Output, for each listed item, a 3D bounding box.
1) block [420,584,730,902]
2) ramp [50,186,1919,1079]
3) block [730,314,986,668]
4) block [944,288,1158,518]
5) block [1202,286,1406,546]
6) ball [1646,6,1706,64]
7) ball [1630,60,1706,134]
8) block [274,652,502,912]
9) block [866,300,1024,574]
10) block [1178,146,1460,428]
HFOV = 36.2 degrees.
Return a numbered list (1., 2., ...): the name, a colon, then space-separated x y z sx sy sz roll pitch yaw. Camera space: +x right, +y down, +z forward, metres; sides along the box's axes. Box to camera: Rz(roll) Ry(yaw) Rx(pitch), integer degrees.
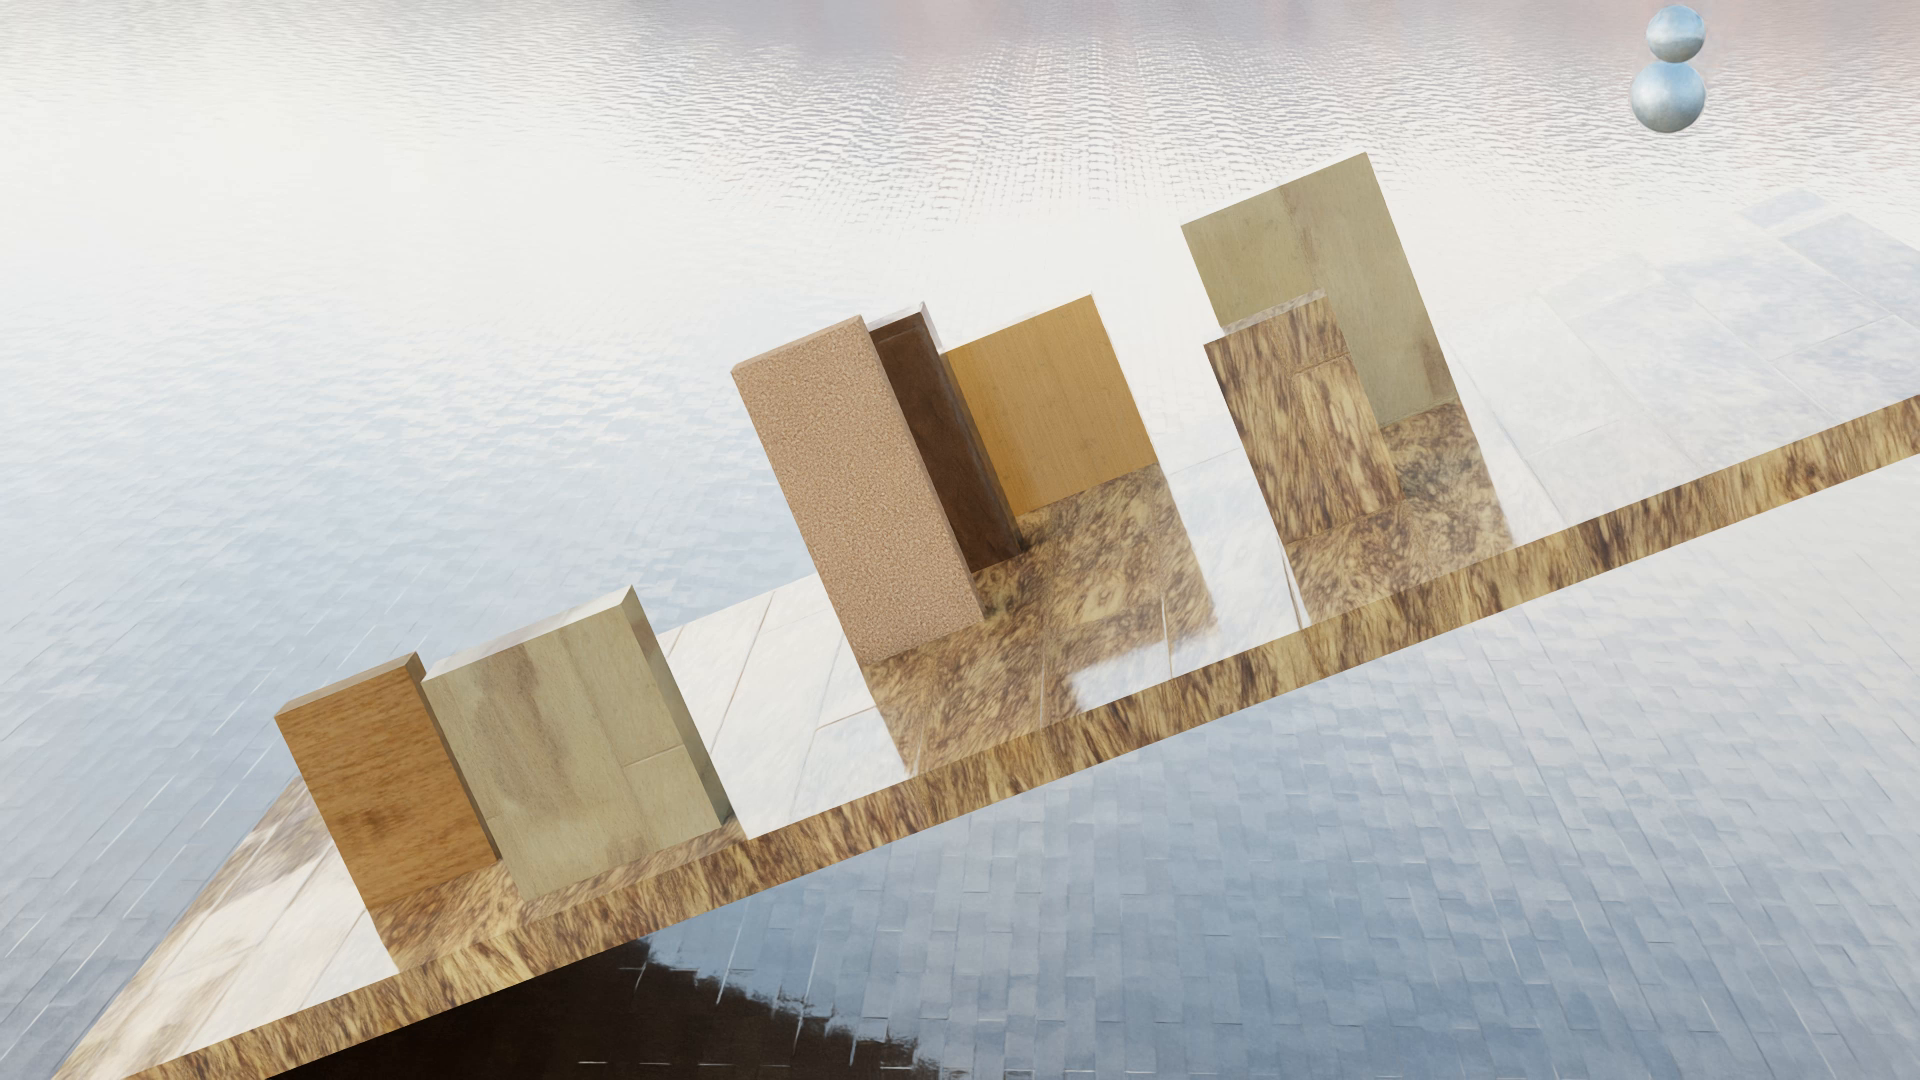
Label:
1. block: -0.723 0.386 5.569 0.411 0.468 0.140 -21 12 8
2. ramp: 0.126 0.172 6.289 4.000 0.100 2.000 -21 12 8
3. block: -0.210 -0.100 6.188 0.287 0.689 0.088 -21 12 8
4. block: 0.194 -0.315 6.987 0.424 0.432 0.087 -21 12 8
5. block: 0.676 -0.243 5.796 0.258 0.435 0.106 -21 12 8
6. ball: 1.452 -1.026 5.965 0.117 0.117 0.117 0 14 0
7. ball: 1.496 -0.937 6.214 0.155 0.155 0.155 0 14 0
8. block: -1.150 0.489 5.957 0.292 0.445 0.102 -21 12 8
9. block: -0.151 -0.184 6.662 0.392 0.597 0.141 -21 12 8
10. block: 0.779 -0.503 6.384 0.424 0.576 0.102 -21 12 8
